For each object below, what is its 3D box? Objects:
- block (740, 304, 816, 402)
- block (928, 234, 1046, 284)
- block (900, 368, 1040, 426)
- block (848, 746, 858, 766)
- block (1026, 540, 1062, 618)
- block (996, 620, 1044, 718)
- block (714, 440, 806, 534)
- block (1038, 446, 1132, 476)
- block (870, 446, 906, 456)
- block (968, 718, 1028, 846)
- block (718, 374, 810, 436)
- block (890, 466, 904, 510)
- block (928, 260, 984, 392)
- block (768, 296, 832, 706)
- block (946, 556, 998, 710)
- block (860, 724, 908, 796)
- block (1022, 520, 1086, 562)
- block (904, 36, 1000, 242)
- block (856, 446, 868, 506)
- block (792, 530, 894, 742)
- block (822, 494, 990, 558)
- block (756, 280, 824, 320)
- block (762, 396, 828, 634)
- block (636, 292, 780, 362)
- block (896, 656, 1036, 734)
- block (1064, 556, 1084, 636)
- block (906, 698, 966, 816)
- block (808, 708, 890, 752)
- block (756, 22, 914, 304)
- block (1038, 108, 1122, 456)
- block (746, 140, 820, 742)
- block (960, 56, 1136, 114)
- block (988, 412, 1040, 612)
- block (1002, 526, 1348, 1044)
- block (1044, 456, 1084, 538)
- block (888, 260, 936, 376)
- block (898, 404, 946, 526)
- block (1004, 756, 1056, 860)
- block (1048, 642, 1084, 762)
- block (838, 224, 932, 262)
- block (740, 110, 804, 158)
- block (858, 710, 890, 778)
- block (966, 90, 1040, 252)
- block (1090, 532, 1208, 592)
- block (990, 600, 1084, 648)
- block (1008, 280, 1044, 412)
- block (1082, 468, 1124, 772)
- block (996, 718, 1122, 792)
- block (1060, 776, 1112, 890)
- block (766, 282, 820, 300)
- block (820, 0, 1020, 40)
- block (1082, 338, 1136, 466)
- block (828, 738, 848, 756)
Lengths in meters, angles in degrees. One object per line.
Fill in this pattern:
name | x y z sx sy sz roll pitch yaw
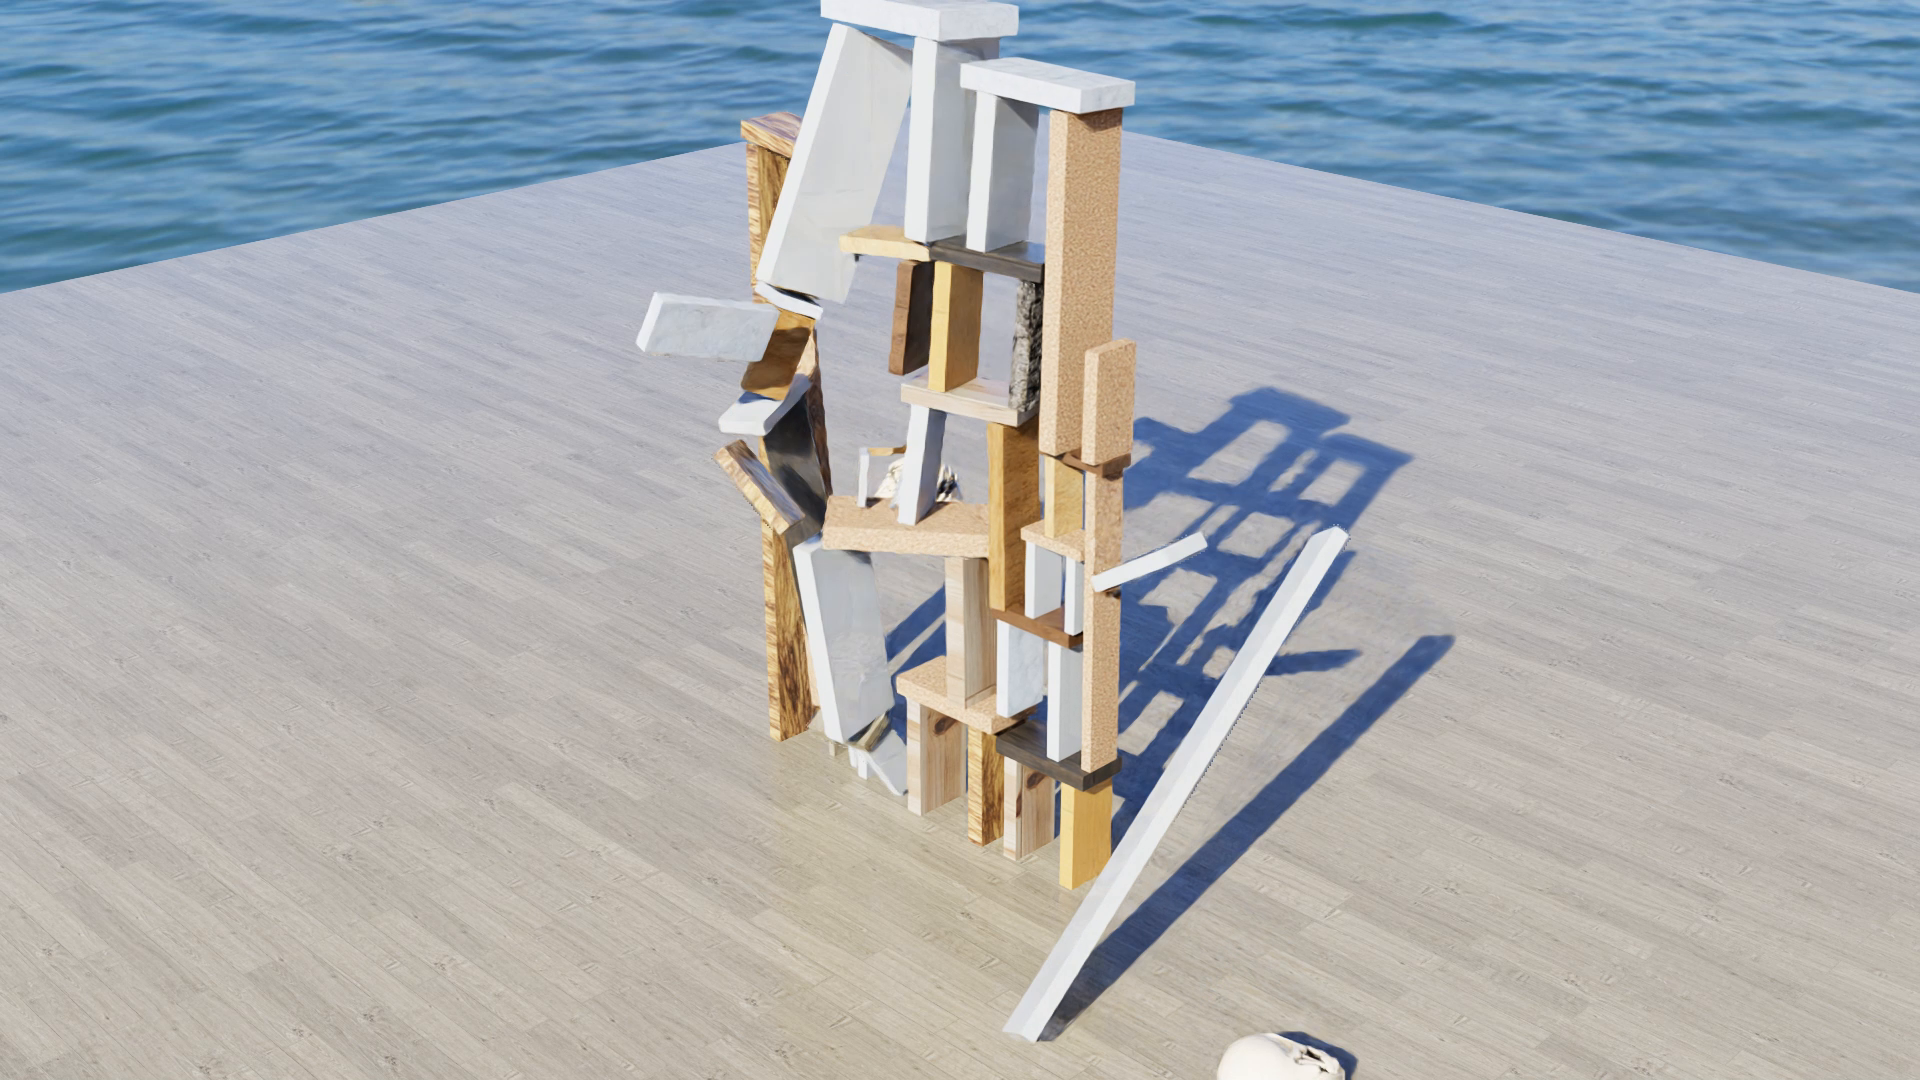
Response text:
block | -0.344 -0.354 4.162 0.085 0.170 0.024 15 17 -28
block | 0.076 -0.507 3.915 0.238 0.034 0.119 17 25 31
block | 0.025 -0.264 4.039 0.238 0.034 0.119 14 25 24
block | -0.212 0.422 4.629 0.051 0.102 0.014 -27 32 -37
block | 0.155 0.064 4.078 0.021 0.150 0.075 21 31 40
block | 0.115 0.231 4.203 0.028 0.199 0.099 21 31 40
block | -0.374 -0.100 4.118 0.027 0.191 0.095 -40 0 19
block | 0.223 -0.154 3.922 0.077 0.022 0.154 -21 31 -40
block | -0.123 -0.169 4.163 0.051 0.014 0.102 -1 2 28
block | 0.075 0.463 4.337 0.130 0.259 0.037 -21 31 -41
block | -0.374 -0.264 4.233 0.095 0.027 0.191 7 35 24
block | -0.106 -0.111 4.174 0.014 0.102 0.051 20 -11 -12
block | -0.006 -0.399 4.001 0.034 0.238 0.119 16 25 27
block | -0.304 -0.088 4.483 0.085 0.926 0.024 -1 20 11
block | 0.043 0.152 4.240 0.044 0.314 0.157 18 28 38
block | -0.144 0.442 4.490 0.023 0.159 0.080 9 54 41
block | 0.191 -0.001 4.012 0.075 0.021 0.150 -20 30 -39
block | -0.014 -0.718 3.908 0.050 0.353 0.176 20 26 35
block | -0.186 -0.120 4.174 0.014 0.102 0.051 2 22 -9
block | -0.225 0.175 4.318 0.044 0.428 0.157 16 36 38
block | -0.098 -0.027 4.178 0.314 0.044 0.157 3 23 -1
block | -0.327 -0.459 4.194 0.085 0.024 0.170 16 10 -25
block | -0.311 -0.055 4.399 0.095 0.518 0.027 -9 22 5
block | -0.449 -0.380 3.937 0.260 0.103 0.029 1 33 -43
block | 0.012 0.304 4.334 0.259 0.037 0.130 21 30 40
block | 0.226 0.092 4.013 0.075 0.150 0.021 -21 31 -41
block | -0.047 0.416 4.449 0.037 0.259 0.130 21 31 41
block | -0.227 0.374 4.468 0.159 0.023 0.080 14 58 40
block | -0.224 -0.693 4.073 0.176 0.484 0.050 11 11 -40
block | 0.208 -0.450 3.817 0.139 0.605 0.039 -20 31 -41
block | -0.359 -0.184 4.532 0.116 1.299 0.033 -21 31 -41
block | 0.148 -0.778 3.752 0.277 0.039 0.139 23 29 40
block | 0.101 -0.060 4.089 0.034 0.369 0.119 15 27 33
block | 0.387 0.414 3.861 0.029 1.075 0.102 37 -18 -7
block | 0.189 -0.087 3.989 0.077 0.154 0.022 -21 30 -40
block | -0.085 -0.413 4.022 0.029 0.207 0.104 16 23 23
block | -0.068 -0.158 4.129 0.034 0.238 0.119 14 25 14
block | 0.136 0.504 4.289 0.031 0.222 0.111 21 31 41
block | 0.209 0.288 4.124 0.028 0.241 0.099 21 31 40
block | -0.109 -0.547 4.041 0.207 0.029 0.103 12 25 35
block | -0.300 -0.767 4.225 0.232 0.033 0.116 28 35 34
block | -0.179 0.411 4.588 0.023 0.159 0.080 17 28 35
block | 0.077 -0.656 3.868 0.039 0.277 0.139 19 27 31
block | 0.332 0.039 3.879 0.102 0.029 0.204 -23 0 -38
block | 0.163 0.145 4.116 0.199 0.028 0.099 21 31 40
block | 0.136 -0.361 3.930 0.034 0.238 0.119 15 27 23
block | 0.259 0.145 4.008 0.022 0.595 0.077 20 30 40
block | 0.187 0.408 4.189 0.222 0.031 0.111 21 31 40
block | 0.241 0.545 4.192 0.031 0.222 0.111 21 31 40
block | -0.285 -0.587 4.207 0.116 0.232 0.033 12 10 -45
block | -0.076 -0.945 3.931 0.176 0.050 0.353 -14 25 -36
block | 0.260 -0.241 3.838 0.029 0.204 0.102 21 31 40
block | -0.257 0.403 4.676 0.014 0.102 0.051 18 31 41
